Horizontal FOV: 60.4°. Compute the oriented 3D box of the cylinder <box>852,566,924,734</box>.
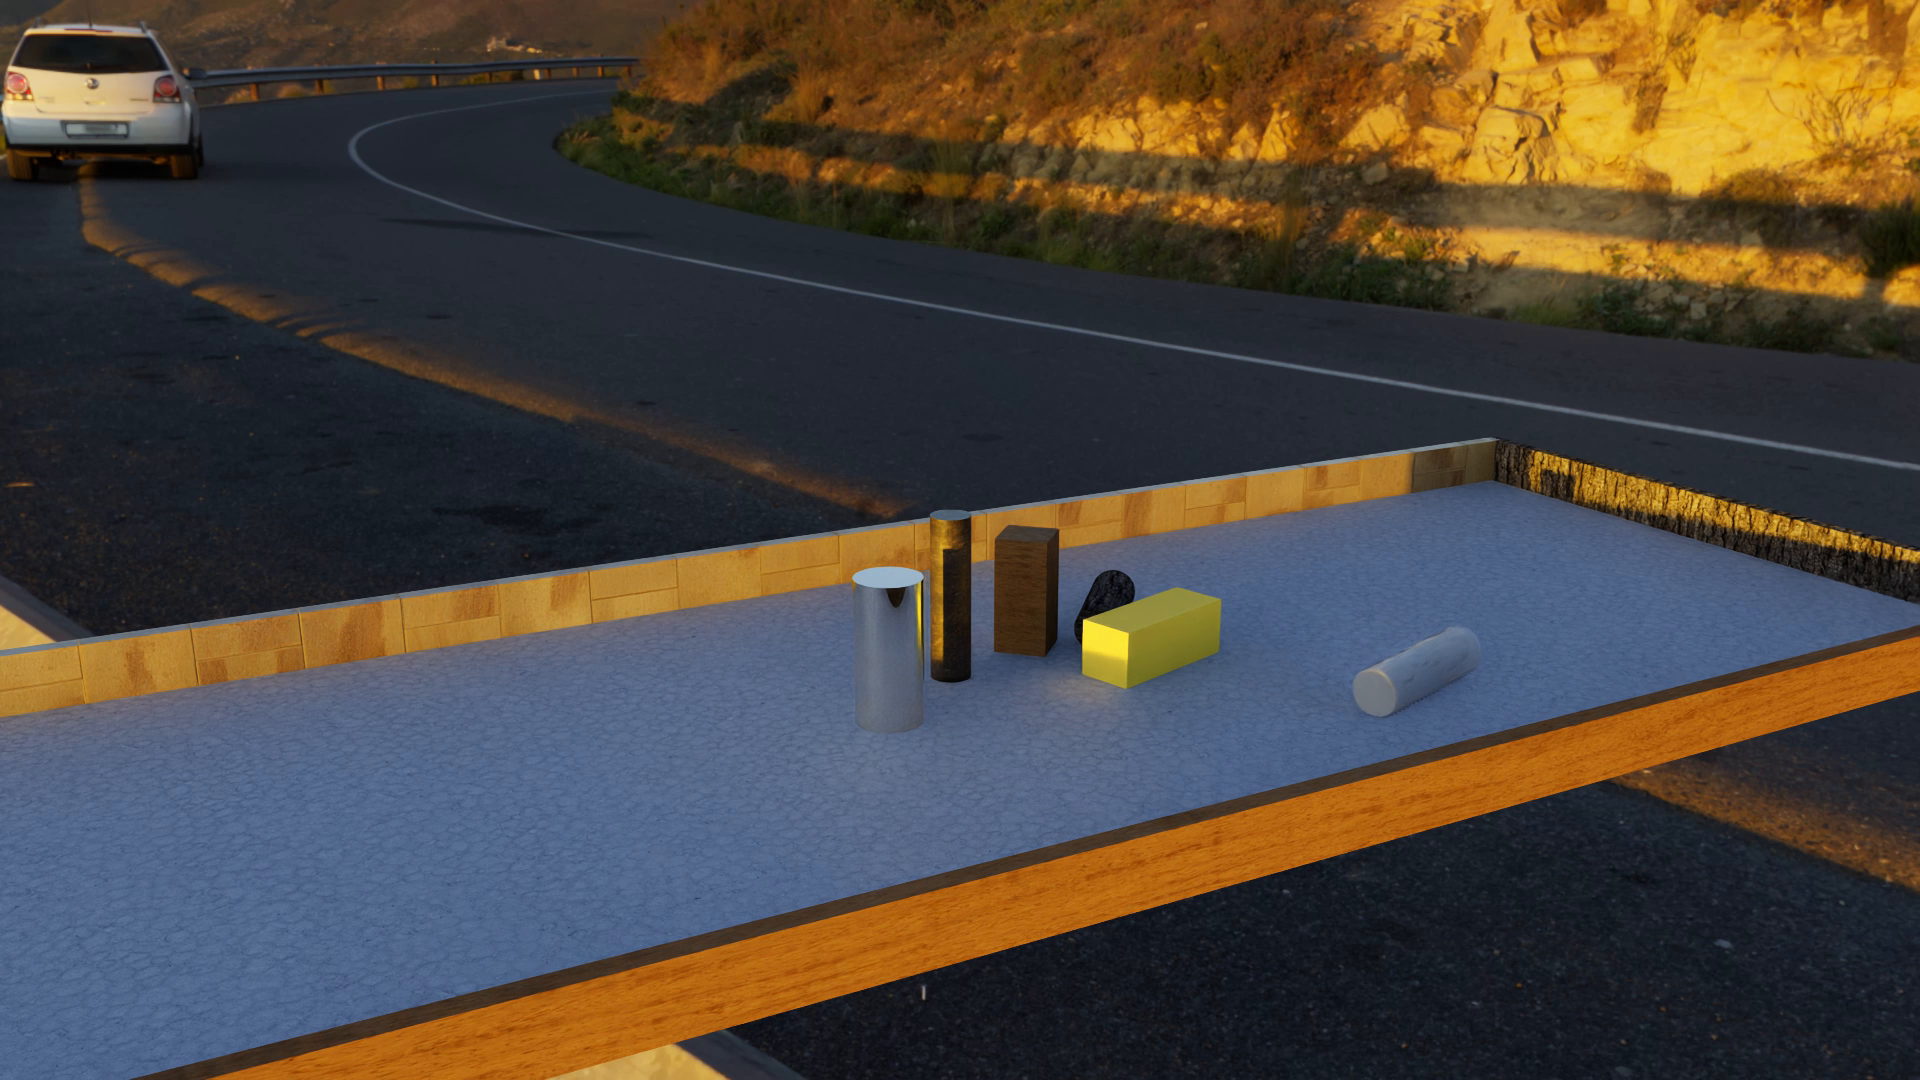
[{"bbox_3d":[-0.166,0.256,3.856,0.165,0.354,0.165,0,16,0],"label":"cylinder"}]

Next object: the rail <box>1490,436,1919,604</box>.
[{"bbox_3d":[2.466,-0.048,5.253,0.050,0.150,2.100,-9,18,-27],"label":"rail"}]

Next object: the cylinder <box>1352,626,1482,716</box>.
[{"bbox_3d":[1.129,0.320,4.058,0.118,0.118,0.420,15,22,42],"label":"cylinder"}]

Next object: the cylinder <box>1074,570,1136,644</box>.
[{"bbox_3d":[0.397,0.189,4.496,0.122,0.122,0.339,4,17,12],"label":"cylinder"}]

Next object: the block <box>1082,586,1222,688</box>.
[{"bbox_3d":[0.497,0.248,4.252,0.379,0.146,0.146,-16,22,-42],"label":"block"}]

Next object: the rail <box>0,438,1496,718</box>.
[{"bbox_3d":[-3.305,0.497,3.399,12.000,0.150,0.050,-9,18,-27],"label":"rail"}]

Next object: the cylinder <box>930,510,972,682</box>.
[{"bbox_3d":[-0.023,0.141,4.127,0.103,0.423,0.103,0,16,0],"label":"cylinder"}]

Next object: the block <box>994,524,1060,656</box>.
[{"bbox_3d":[0.176,0.133,4.353,0.139,0.311,0.139,5,17,16],"label":"block"}]

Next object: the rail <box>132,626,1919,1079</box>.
[{"bbox_3d":[-2.336,1.006,1.665,12.000,0.150,0.050,-9,18,-27],"label":"rail"}]
